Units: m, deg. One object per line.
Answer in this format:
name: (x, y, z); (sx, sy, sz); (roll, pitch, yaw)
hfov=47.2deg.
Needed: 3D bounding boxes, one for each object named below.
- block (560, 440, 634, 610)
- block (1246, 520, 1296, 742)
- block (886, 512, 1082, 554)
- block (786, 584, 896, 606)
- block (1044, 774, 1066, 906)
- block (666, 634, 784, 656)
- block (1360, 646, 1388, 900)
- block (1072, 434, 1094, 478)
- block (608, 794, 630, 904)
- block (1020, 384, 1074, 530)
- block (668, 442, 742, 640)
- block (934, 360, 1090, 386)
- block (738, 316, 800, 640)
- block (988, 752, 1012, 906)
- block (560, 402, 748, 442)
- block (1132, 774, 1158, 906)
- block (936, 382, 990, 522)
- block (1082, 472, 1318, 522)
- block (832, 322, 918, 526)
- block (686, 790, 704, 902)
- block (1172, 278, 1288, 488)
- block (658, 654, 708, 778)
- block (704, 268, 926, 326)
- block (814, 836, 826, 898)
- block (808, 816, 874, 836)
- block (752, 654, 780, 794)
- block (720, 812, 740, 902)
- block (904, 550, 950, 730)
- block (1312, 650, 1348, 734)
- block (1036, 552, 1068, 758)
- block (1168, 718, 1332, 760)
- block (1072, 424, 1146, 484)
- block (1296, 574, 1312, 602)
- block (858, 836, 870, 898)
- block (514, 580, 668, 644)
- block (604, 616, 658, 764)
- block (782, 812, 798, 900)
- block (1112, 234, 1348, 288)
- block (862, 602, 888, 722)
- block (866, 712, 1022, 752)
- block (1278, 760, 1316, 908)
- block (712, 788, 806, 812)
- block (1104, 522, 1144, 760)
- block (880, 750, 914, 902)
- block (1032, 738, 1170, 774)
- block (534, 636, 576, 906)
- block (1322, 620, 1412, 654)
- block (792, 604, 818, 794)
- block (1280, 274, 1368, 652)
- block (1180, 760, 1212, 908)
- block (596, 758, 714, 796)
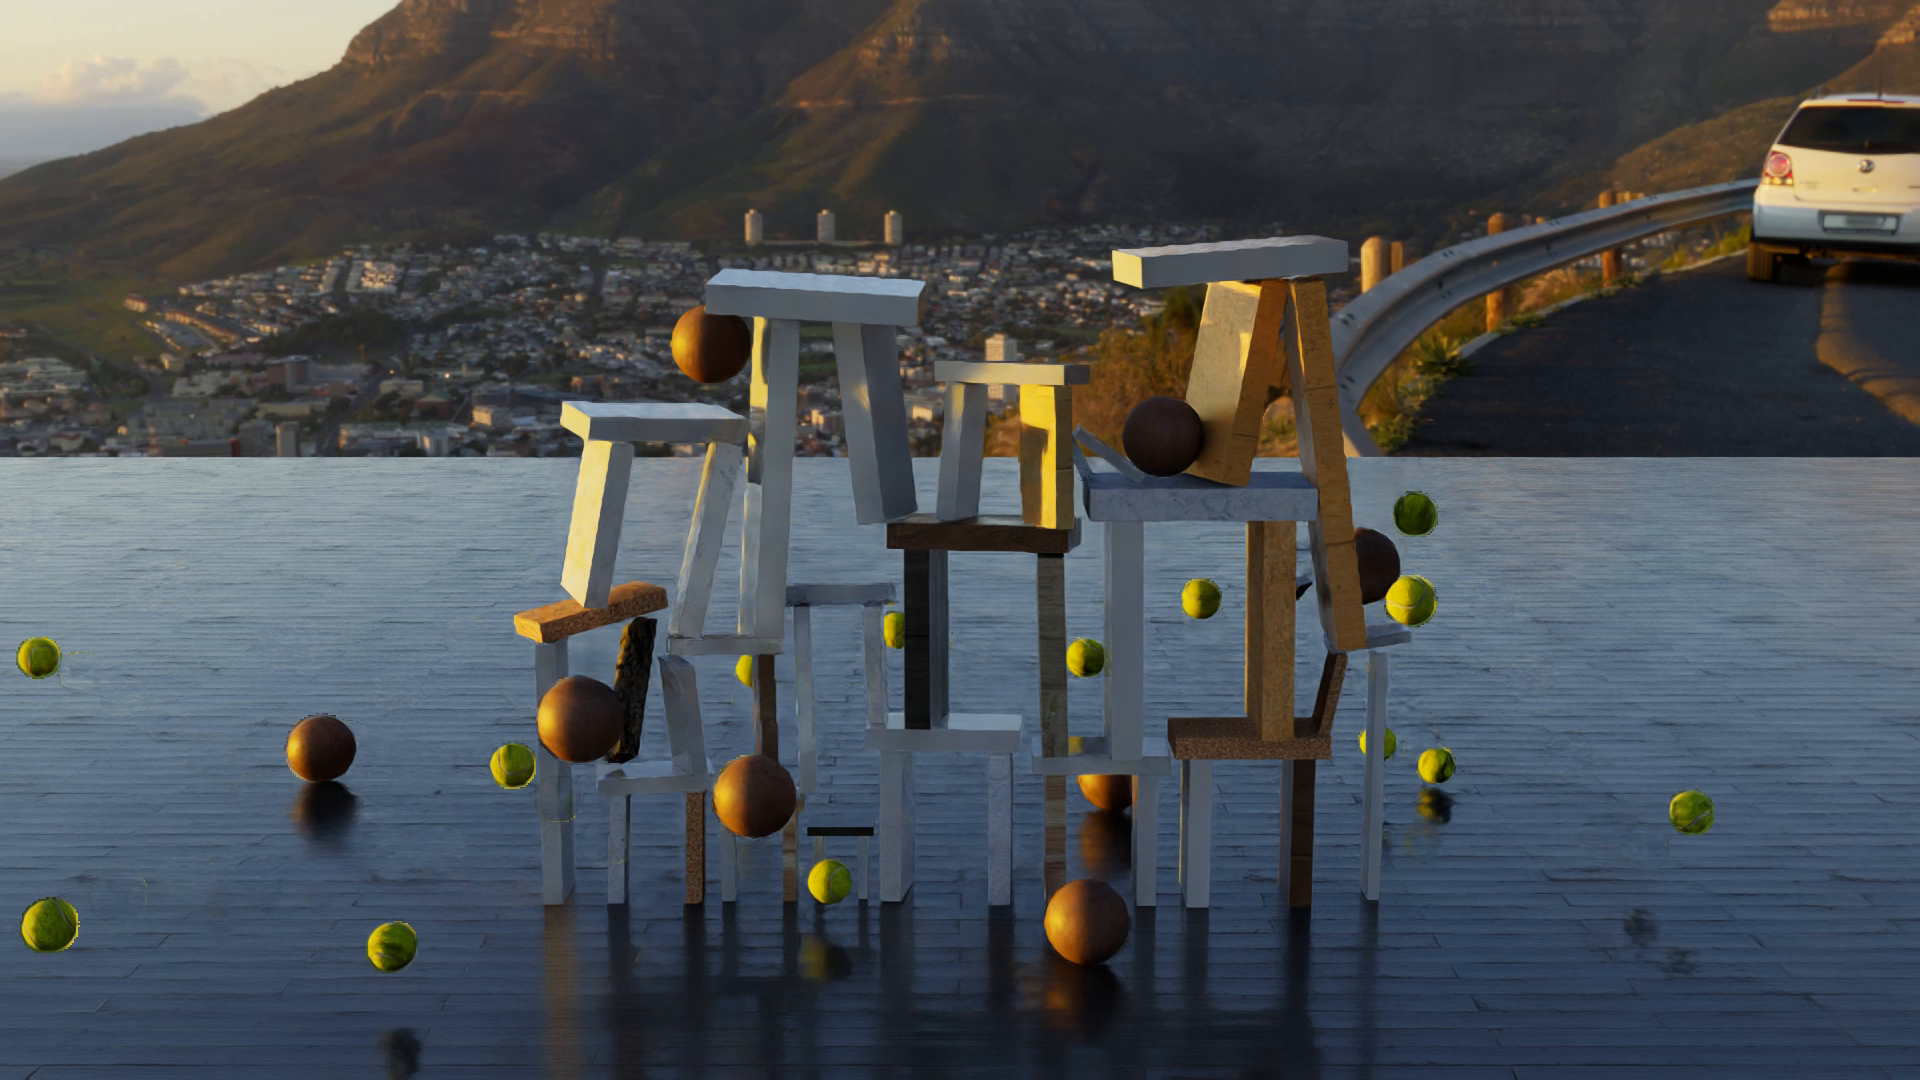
block: (-0.593, -0.037, 3.590); (0.039, 0.273, 0.136); (6, 12, -28)
block: (0.506, 0.130, 3.586); (0.051, 0.358, 0.179); (-1, 11, -1)
block: (0.042, -0.012, 3.585); (0.295, 0.042, 0.148); (1, 7, 12)
block: (-0.208, 0.093, 3.694); (0.190, 0.027, 0.095); (-2, -6, 6)
block: (0.156, 0.481, 3.646); (0.032, 0.223, 0.112); (0, 11, 0)
block: (-0.388, 0.172, 3.626); (0.185, 0.026, 0.093); (0, 2, -12)
block: (0.684, 0.383, 3.633); (0.019, 0.419, 0.066); (0, 11, 0)
block: (0.176, -0.160, 3.535); (0.018, 0.129, 0.064); (-27, -1, 5)
block: (-0.566, 0.497, 3.650); (0.027, 0.188, 0.094); (2, 10, -5)
block: (0.137, -0.134, 3.482); (0.032, 0.223, 0.112); (-5, 8, -27)
block: (-0.421, -0.001, 3.624); (0.039, 0.319, 0.136); (13, -1, -13)
block: (0.084, -0.269, 3.526); (0.223, 0.032, 0.112); (4, 7, 25)
block: (-0.316, -0.108, 3.629); (0.047, 0.533, 0.167); (3, 1, -15)
block: (0.068, 0.465, 3.652); (0.036, 0.252, 0.126); (0, 10, 3)
block: (-0.501, -0.194, 3.606); (0.273, 0.039, 0.136); (-1, 14, -29)
block: (0.306, 0.481, 3.646); (0.032, 0.223, 0.112); (0, 11, 0)
block: (0.005, -0.148, 3.583); (0.032, 0.223, 0.112); (8, 8, 20)
block: (0.383, -0.071, 3.550); (0.358, 0.051, 0.179); (0, 11, -1)
block: (-0.139, -0.202, 3.618); (0.047, 0.335, 0.167); (-5, 6, 18)
block: (-0.439, 0.497, 3.651); (0.027, 0.188, 0.094); (1, 10, -5)
block: (0.431, -0.262, 3.523); (0.047, 0.330, 0.165); (8, 6, -25)
block: (-0.454, 0.286, 3.604); (0.026, 0.185, 0.093); (-13, 17, -26)
block: (-0.228, -0.390, 3.526); (0.335, 0.047, 0.167); (4, 16, 3)
block: (-0.233, 0.536, 3.660); (0.015, 0.109, 0.054); (0, 11, 0)
block: (-0.197, 0.475, 3.649); (0.109, 0.015, 0.054); (0, 11, 0)
block: (-0.322, 0.300, 3.643); (0.026, 0.229, 0.093); (-3, 2, -12)
block: (-0.382, 0.516, 3.655); (0.021, 0.150, 0.075); (-1, 10, 0)
block: (-0.055, 0.152, 3.627); (0.042, 0.295, 0.148); (1, 7, 12)
block: (0.604, 0.243, 3.593); (0.019, 0.131, 0.066); (11, 11, -4)
block: (0.151, 0.177, 3.595); (0.042, 0.328, 0.148); (-2, 10, 1)
block: (0.474, 0.326, 3.615); (0.252, 0.036, 0.126); (0, 11, -1)
block: (0.239, -0.138, 3.527); (0.129, 0.018, 0.064); (35, 9, -6)
block: (0.544, 0.117, 3.745); (0.018, 0.129, 0.064); (44, 25, 19)
block: (-0.161, 0.536, 3.660); (0.015, 0.109, 0.054); (0, 11, 0)
block: (-0.609, 0.117, 3.634); (0.226, 0.032, 0.113); (-16, 15, -31)
block: (-0.543, 0.248, 3.618); (0.032, 0.226, 0.113); (12, -16, -19)
block: (-0.282, 0.515, 3.656); (0.021, 0.150, 0.075); (0, 9, -2)
block: (0.421, -0.437, 3.444); (0.330, 0.047, 0.165); (-6, 12, -10)
block: (-0.139, 0.201, 3.633); (0.027, 0.190, 0.095); (-2, 3, 2)
block: (-0.024, 0.318, 3.641); (0.252, 0.036, 0.126); (1, 8, 3)
block: (0.558, 0.467, 3.643); (0.036, 0.252, 0.126); (0, 11, 0)
block: (-0.333, 0.430, 3.642); (0.150, 0.021, 0.075); (0, 9, -2)
block: (0.266, 0.146, 3.591); (0.051, 0.391, 0.179); (-1, 11, 0)
block: (-0.104, 0.461, 3.658); (0.036, 0.252, 0.126); (1, 8, 8)
block: (0.230, 0.355, 3.622); (0.223, 0.032, 0.112); (0, 11, 1)
block: (-0.668, 0.373, 3.630); (0.032, 0.441, 0.113); (0, 11, 0)
block: (0.664, 0.159, 3.586); (0.131, 0.019, 0.066); (-9, 12, 0)
block: (-0.257, 0.261, 3.644); (0.027, 0.306, 0.095); (-2, 1, -5)
block: (0.580, -0.128, 3.520); (0.047, 0.589, 0.165); (-9, 12, 1)
block: (0.390, 0.467, 3.643); (0.036, 0.252, 0.126); (0, 10, 0)
block: (-0.504, 0.391, 3.630); (0.188, 0.027, 0.094); (-2, 10, -12)
